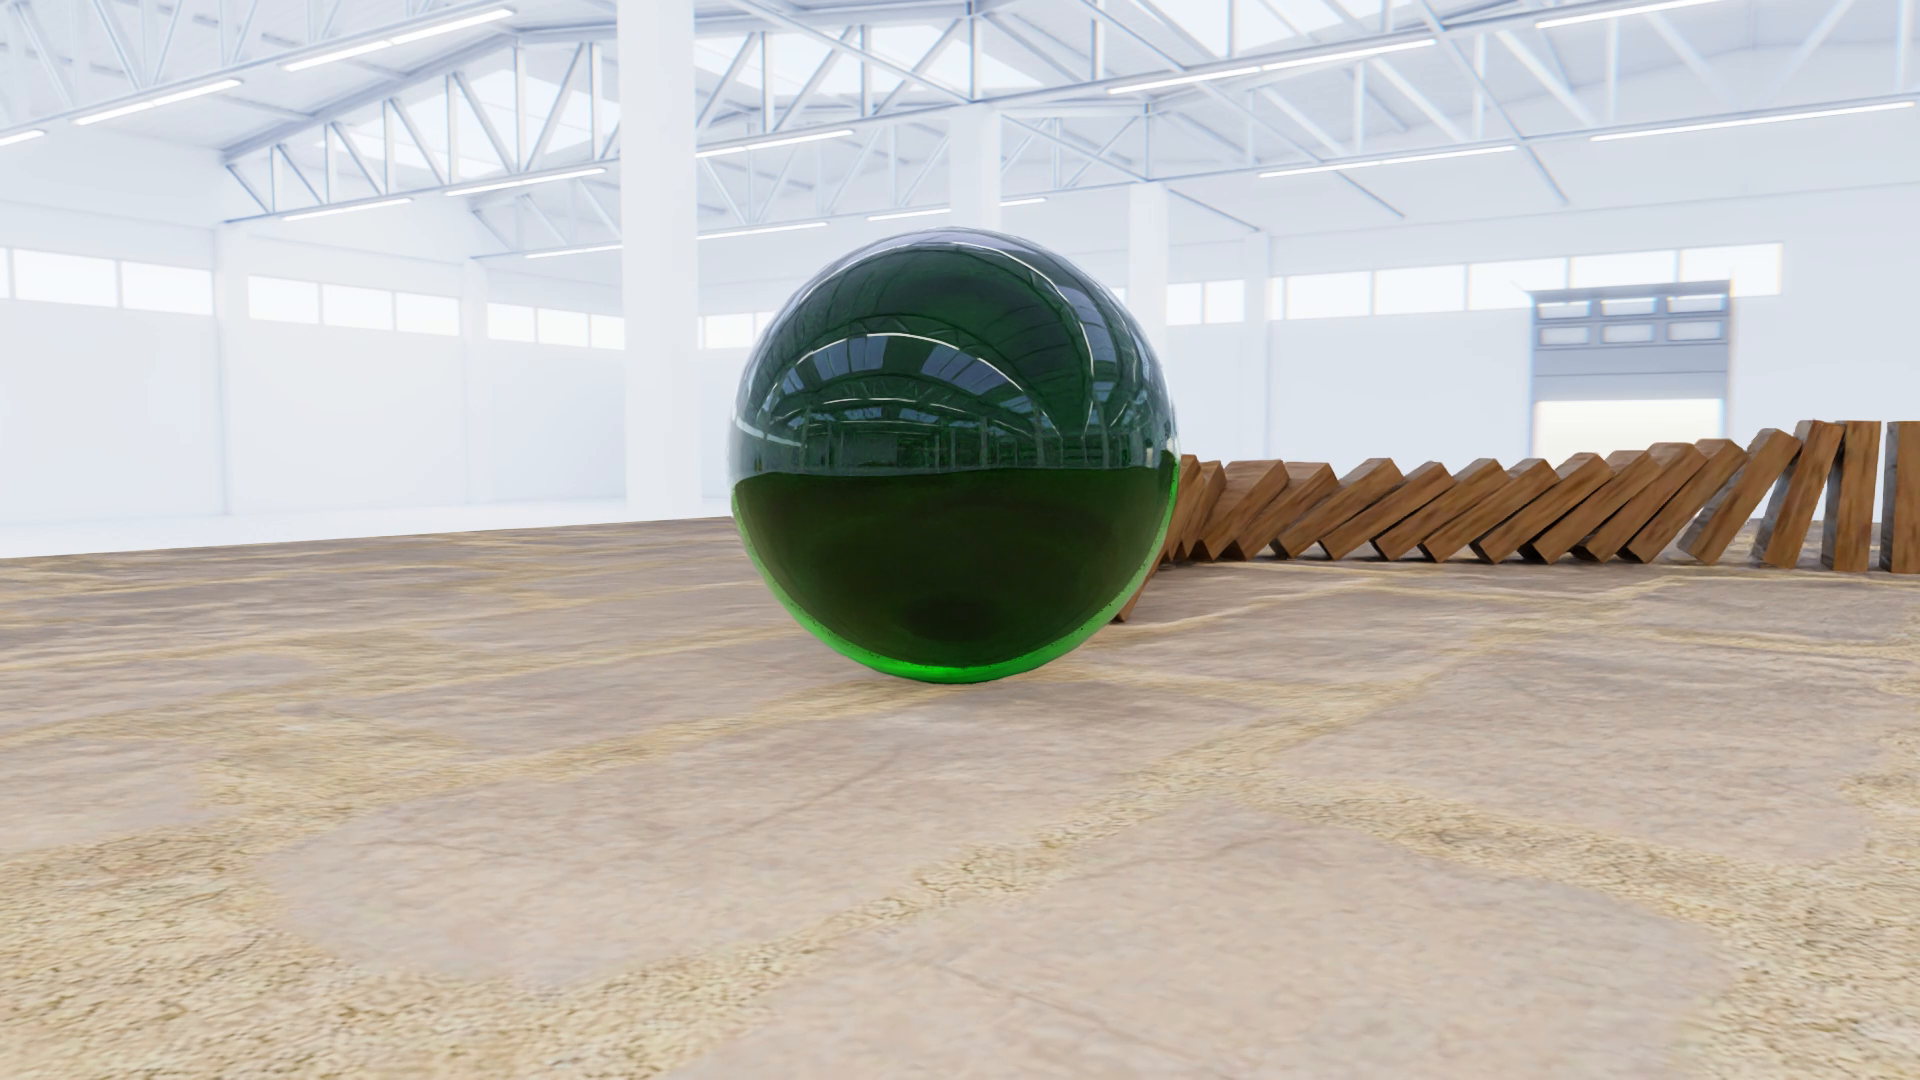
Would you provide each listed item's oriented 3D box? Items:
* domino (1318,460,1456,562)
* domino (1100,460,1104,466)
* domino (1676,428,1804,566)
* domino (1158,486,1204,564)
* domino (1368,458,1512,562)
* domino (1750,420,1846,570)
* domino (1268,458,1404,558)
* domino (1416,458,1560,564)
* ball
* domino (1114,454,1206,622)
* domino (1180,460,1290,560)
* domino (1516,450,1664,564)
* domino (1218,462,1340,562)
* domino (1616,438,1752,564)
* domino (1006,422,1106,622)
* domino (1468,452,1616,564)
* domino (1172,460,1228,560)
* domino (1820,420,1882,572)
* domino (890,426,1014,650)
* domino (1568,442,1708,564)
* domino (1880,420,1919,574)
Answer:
[{"bbox_3d":[0.156,-0.011,0.473,0.050,0.010,0.025,-34,-2,10],"label":"domino"},{"bbox_3d":[0.033,-0.002,0.347,0.025,0.009,0.050,0,42,7],"label":"domino"},{"bbox_3d":[0.274,-0.015,0.452,0.010,0.050,0.025,34,15,16],"label":"domino"},{"bbox_3d":[0.068,-0.010,0.454,0.025,0.010,0.050,-5,32,29],"label":"domino"},{"bbox_3d":[0.174,-0.011,0.468,0.050,0.009,0.025,-37,-2,10],"label":"domino"},{"bbox_3d":[0.290,-0.016,0.444,0.009,0.050,0.025,18,11,21],"label":"domino"},{"bbox_3d":[0.139,-0.012,0.478,0.050,0.009,0.025,-36,2,2],"label":"domino"},{"bbox_3d":[0.189,-0.011,0.464,0.050,0.009,0.025,-37,-2,10],"label":"domino"},{"bbox_3d":[-0.001,-0.015,0.228,0.080,0.080,0.080,0,4,0],"label":"ball"},{"bbox_3d":[0.040,-0.002,0.323,0.025,0.010,0.050,7,48,37],"label":"domino"},{"bbox_3d":[0.098,-0.012,0.477,0.050,0.010,0.025,-42,24,-26],"label":"domino"},{"bbox_3d":[0.224,-0.012,0.461,0.050,0.009,0.025,-41,0,6],"label":"domino"},{"bbox_3d":[0.115,-0.011,0.482,0.050,0.009,0.025,-38,18,-18],"label":"domino"},{"bbox_3d":[0.257,-0.014,0.461,0.009,0.050,0.025,41,8,3],"label":"domino"},{"bbox_3d":[0.017,-0.005,0.317,0.025,0.050,0.009,3,-25,36],"label":"domino"},{"bbox_3d":[0.207,-0.012,0.460,0.050,0.009,0.025,-40,-3,10],"label":"domino"},{"bbox_3d":[0.078,-0.011,0.470,0.025,0.009,0.050,-4,32,33],"label":"domino"},{"bbox_3d":[0.303,-0.015,0.437,0.009,0.050,0.025,4,6,25],"label":"domino"},{"bbox_3d":[-0.001,-0.001,0.274,0.025,0.050,0.009,0,-31,1],"label":"domino"},{"bbox_3d":[0.242,-0.014,0.463,0.009,0.050,0.025,43,6,0],"label":"domino"},{"bbox_3d":[0.317,-0.015,0.430,0.009,0.050,0.025,2,5,28],"label":"domino"}]
